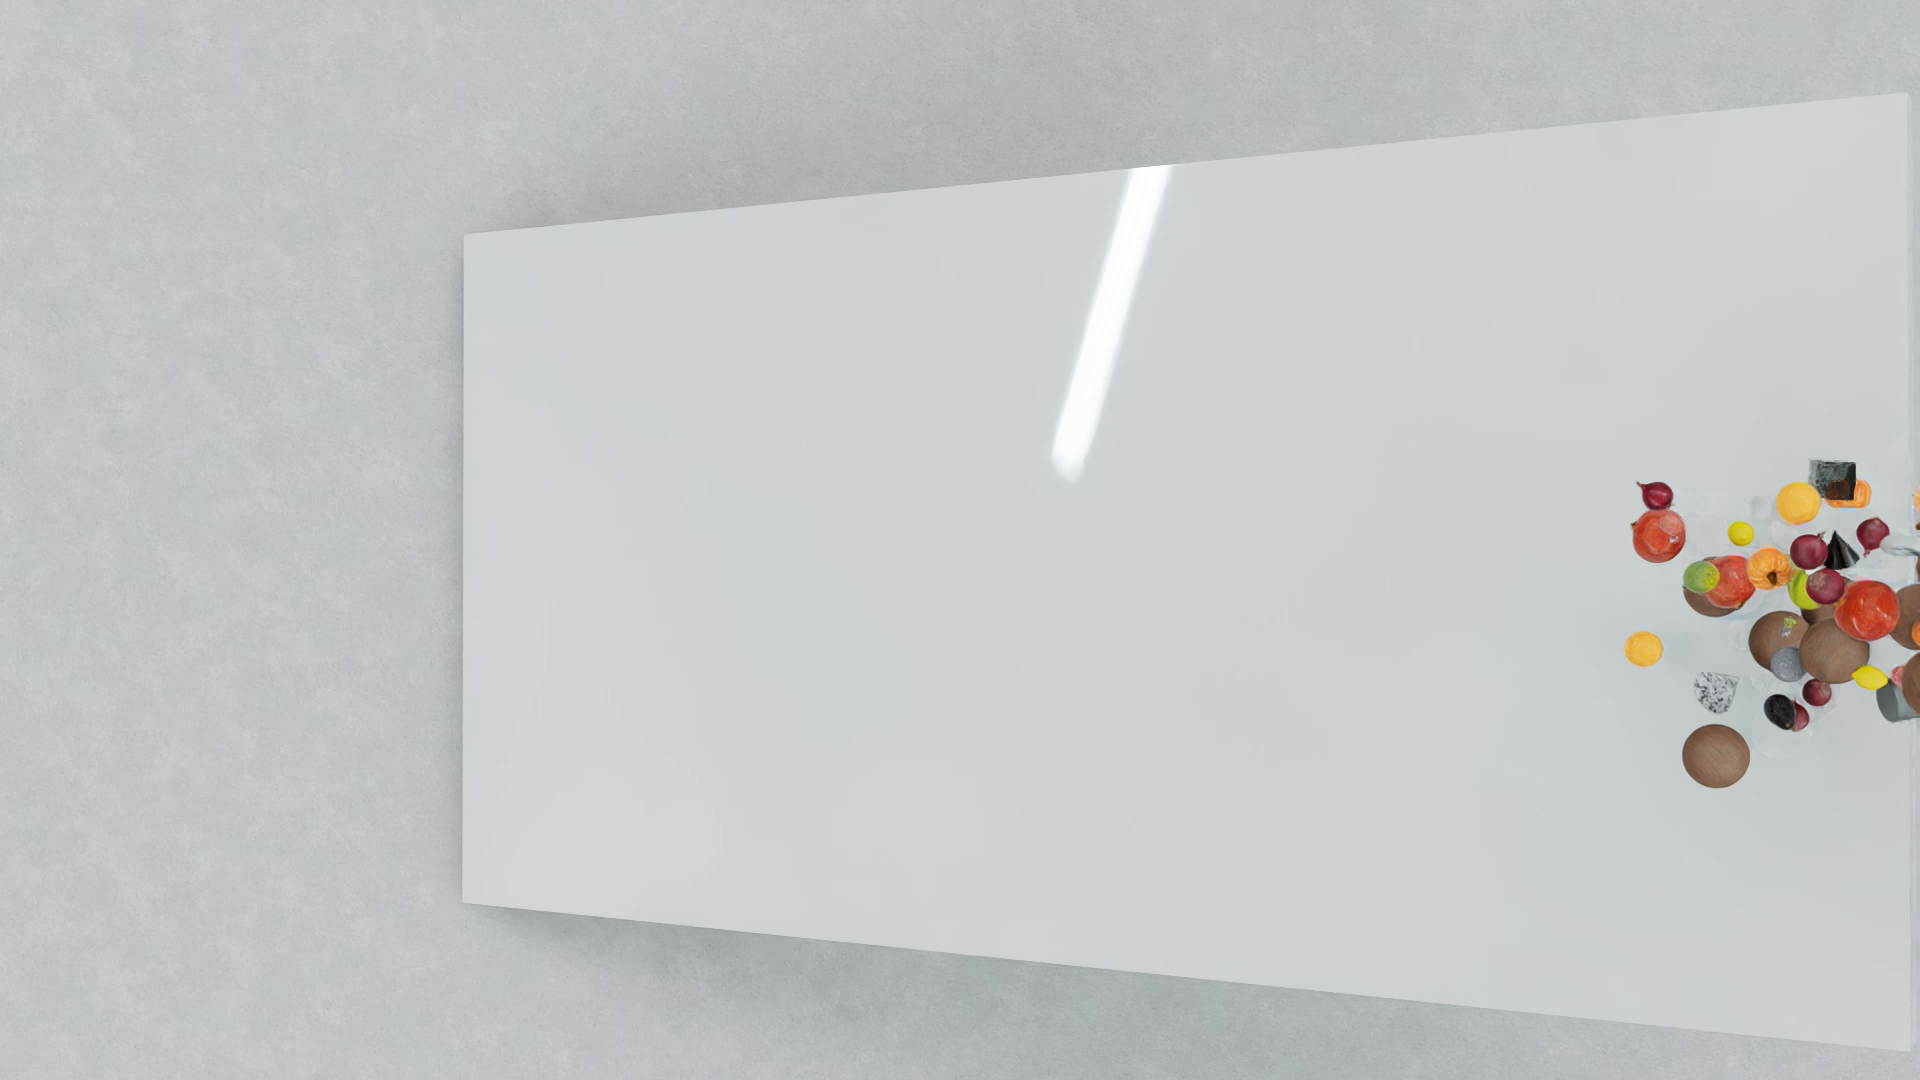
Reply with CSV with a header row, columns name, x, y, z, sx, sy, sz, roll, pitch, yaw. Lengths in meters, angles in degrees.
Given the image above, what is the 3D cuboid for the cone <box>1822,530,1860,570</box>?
name,x,y,z,sx,sy,sz,roll,pitch,yaw
cone,1.790,0.010,4.484,0.072,0.072,0.072,-23,115,0

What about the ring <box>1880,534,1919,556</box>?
name,x,y,z,sx,sy,sz,roll,pitch,yaw
ring,1.730,0.011,4.029,0.081,0.081,0.027,10,79,0

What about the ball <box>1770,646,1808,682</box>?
name,x,y,z,sx,sy,sz,roll,pitch,yaw
ball,1.654,0.248,4.386,0.071,0.071,0.071,0,89,0

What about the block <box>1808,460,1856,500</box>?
name,x,y,z,sx,sy,sz,roll,pitch,yaw
block,1.496,-0.104,3.775,0.064,0.064,0.064,3,95,11

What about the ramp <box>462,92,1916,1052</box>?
name,x,y,z,sx,sy,sz,roll,pitch,yaw
ramp,0.270,0.075,5.626,4.000,0.100,2.000,0,89,30

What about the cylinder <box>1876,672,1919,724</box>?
name,x,y,z,sx,sy,sz,roll,pitch,yaw
cylinder,1.687,0.279,3.914,0.077,0.077,0.077,-13,89,-7
